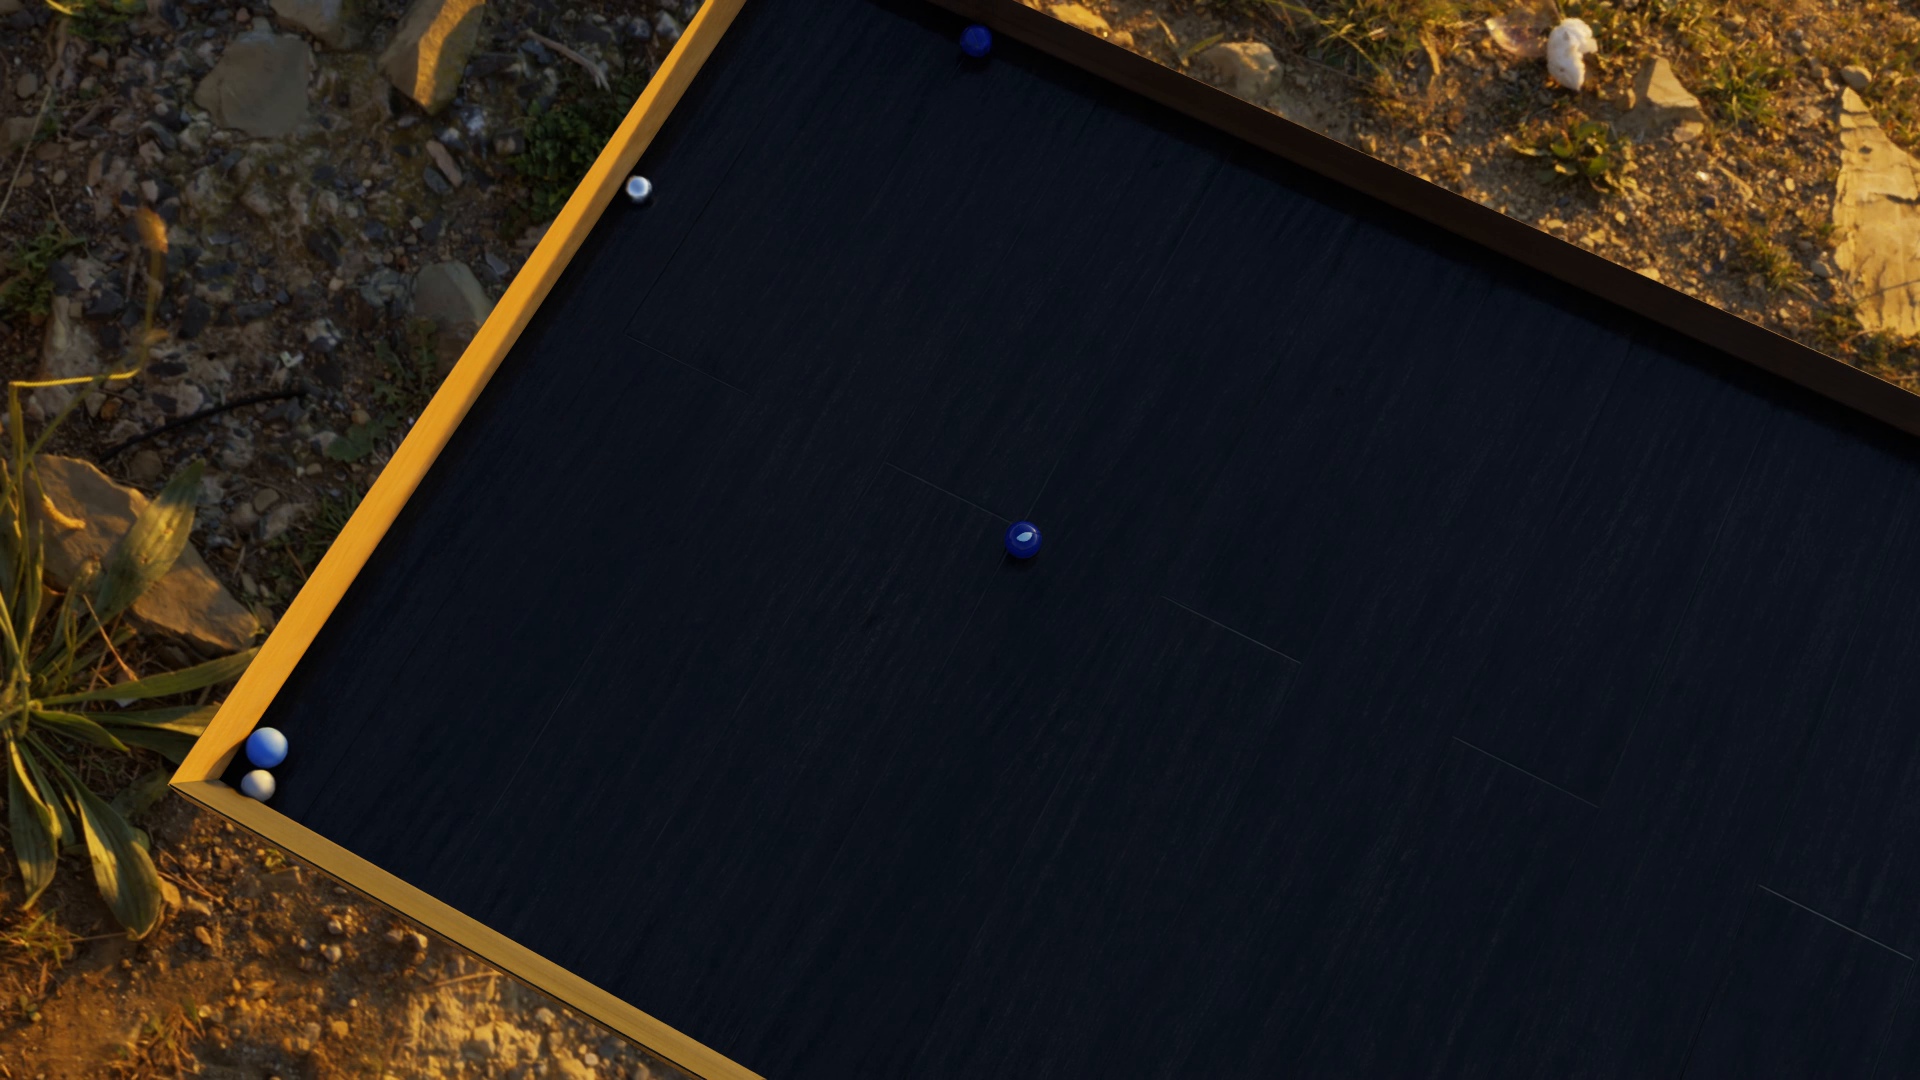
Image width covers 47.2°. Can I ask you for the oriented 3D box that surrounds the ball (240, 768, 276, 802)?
[{"bbox_3d":[-1.069,0.374,3.351,0.052,0.052,0.052,0,68,0],"label":"ball"}]

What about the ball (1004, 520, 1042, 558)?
[{"bbox_3d":[0.100,0.000,3.499,0.061,0.061,0.061,0,68,0],"label":"ball"}]

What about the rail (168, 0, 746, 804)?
[{"bbox_3d":[-0.736,-0.365,3.636,0.045,0.082,1.847,26,70,10],"label":"rail"}]

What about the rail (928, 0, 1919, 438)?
[{"bbox_3d":[1.177,-0.372,3.639,3.425,0.082,0.045,26,70,10],"label":"rail"}]

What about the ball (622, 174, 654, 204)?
[{"bbox_3d":[-0.549,-0.598,3.749,0.052,0.052,0.052,0,68,0],"label":"ball"}]

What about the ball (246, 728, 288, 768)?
[{"bbox_3d":[-1.062,0.318,3.368,0.063,0.063,0.063,0,68,0],"label":"ball"}]

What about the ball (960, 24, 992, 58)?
[{"bbox_3d":[0.028,-0.876,3.859,0.058,0.058,0.058,0,68,0],"label":"ball"}]

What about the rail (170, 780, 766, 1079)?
[{"bbox_3d":[0.337,1.101,3.036,3.425,0.082,0.045,26,70,10],"label":"rail"}]
